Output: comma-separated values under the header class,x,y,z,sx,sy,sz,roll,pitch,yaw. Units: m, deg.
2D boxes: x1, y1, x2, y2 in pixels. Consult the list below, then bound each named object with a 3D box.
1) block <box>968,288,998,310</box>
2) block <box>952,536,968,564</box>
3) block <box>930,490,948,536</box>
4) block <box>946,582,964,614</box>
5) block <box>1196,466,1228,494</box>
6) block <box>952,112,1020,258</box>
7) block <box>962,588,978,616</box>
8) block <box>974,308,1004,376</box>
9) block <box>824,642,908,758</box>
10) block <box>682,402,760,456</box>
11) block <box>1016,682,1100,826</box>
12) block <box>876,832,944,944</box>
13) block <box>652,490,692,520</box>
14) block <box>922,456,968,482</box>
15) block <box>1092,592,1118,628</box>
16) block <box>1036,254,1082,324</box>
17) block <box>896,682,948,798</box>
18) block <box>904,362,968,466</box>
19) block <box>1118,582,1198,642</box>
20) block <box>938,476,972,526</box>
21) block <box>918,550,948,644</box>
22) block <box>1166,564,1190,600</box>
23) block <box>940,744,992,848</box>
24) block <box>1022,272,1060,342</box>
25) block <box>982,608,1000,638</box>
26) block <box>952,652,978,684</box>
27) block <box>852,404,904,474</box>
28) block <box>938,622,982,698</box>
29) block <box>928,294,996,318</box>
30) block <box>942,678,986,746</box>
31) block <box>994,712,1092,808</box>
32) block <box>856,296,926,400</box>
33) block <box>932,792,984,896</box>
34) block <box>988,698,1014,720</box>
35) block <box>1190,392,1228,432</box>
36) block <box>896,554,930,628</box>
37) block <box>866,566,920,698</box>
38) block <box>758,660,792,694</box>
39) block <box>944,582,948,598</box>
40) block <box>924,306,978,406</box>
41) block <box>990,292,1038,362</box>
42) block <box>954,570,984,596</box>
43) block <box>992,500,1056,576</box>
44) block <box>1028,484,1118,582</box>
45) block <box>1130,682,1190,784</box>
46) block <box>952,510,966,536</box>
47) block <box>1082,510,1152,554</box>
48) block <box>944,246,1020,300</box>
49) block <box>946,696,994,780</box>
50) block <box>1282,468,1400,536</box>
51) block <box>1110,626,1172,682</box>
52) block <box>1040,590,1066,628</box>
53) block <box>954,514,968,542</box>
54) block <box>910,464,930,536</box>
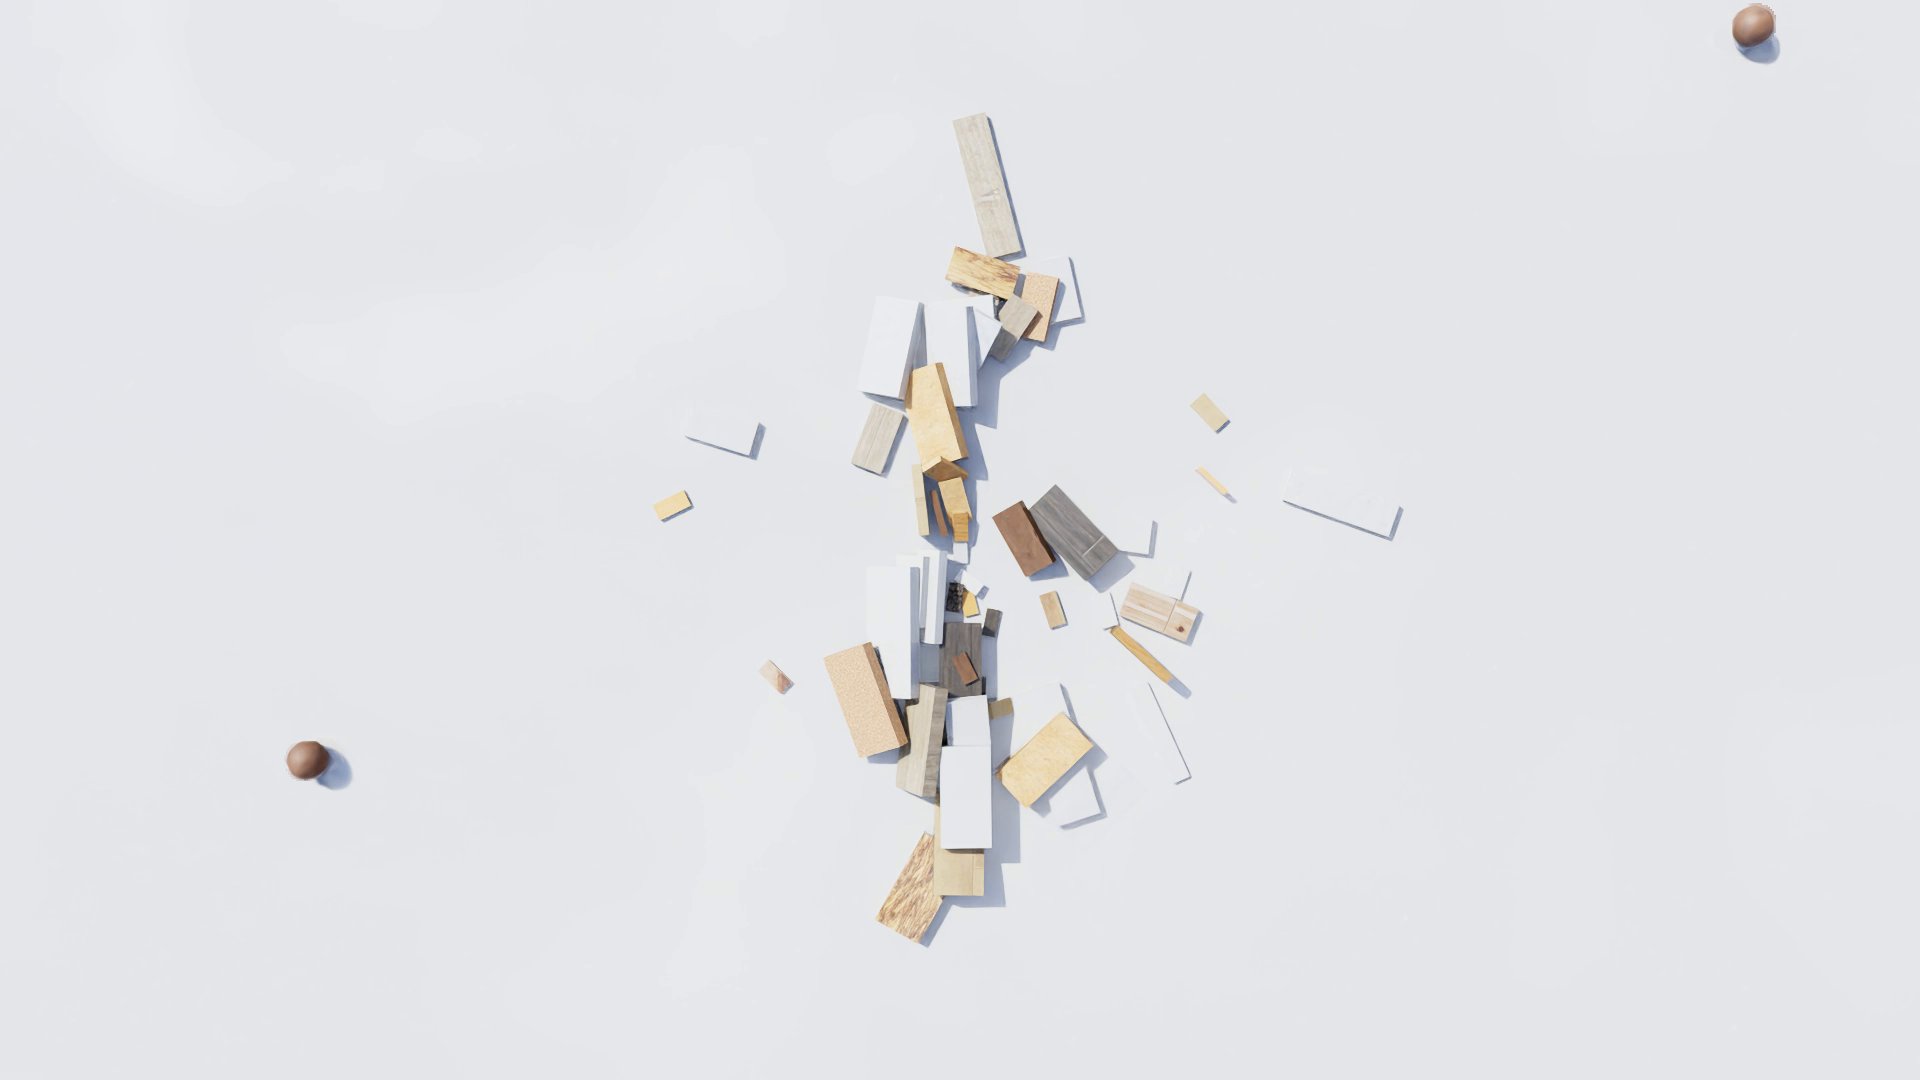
class,x,y,z,sx,sy,sz,roll,pitch,yaw
block,0.072,-0.769,5.486,0.101,0.029,0.203,10,90,0
block,0.001,0.032,5.484,0.046,0.013,0.092,-3,99,-6
block,-0.070,-0.088,5.462,0.022,0.077,0.154,-15,90,0
block,-0.017,0.191,5.477,0.048,0.014,0.096,10,103,5
block,0.834,-0.197,5.470,0.122,0.061,0.017,43,90,0
block,0.088,-1.176,5.484,0.113,0.032,0.474,-14,90,0
block,0.027,0.203,5.493,0.048,0.014,0.096,-14,90,0
block,0.052,-0.645,5.414,0.101,0.029,0.203,31,116,6
block,-0.312,0.527,5.430,0.176,0.050,0.353,-20,90,34
block,-0.794,-0.370,5.484,0.230,0.033,0.115,17,90,0
block,0.324,0.710,5.479,0.151,0.043,0.452,-18,90,0
block,-0.129,1.153,5.477,0.165,0.047,0.329,30,90,0
block,-0.959,-0.116,5.492,0.114,0.016,0.057,-26,90,0
block,-0.048,-0.225,5.421,0.077,0.154,0.022,-31,56,24
block,0.484,0.233,5.492,0.057,0.016,0.114,-16,90,0
block,0.327,-0.834,5.485,0.107,0.030,0.213,-12,90,0
block,-0.127,0.651,5.412,0.050,0.176,0.353,7,90,-32
block,-0.090,-0.408,5.435,0.161,0.046,0.321,-16,90,35
block,0.660,0.239,5.483,0.238,0.034,0.119,22,90,0
block,-0.015,-0.130,5.461,0.077,0.022,0.154,-16,112,0
block,-0.099,0.186,5.444,0.033,0.117,0.305,3,90,-38
block,0.724,0.140,5.492,0.054,0.015,0.107,19,90,0
block,0.019,0.837,5.382,0.165,0.047,0.329,-1,90,0
block,0.253,-0.773,5.462,0.107,0.030,0.213,14,96,13
block,0.104,0.275,5.493,0.046,0.013,0.092,12,90,0
block,0.016,0.421,5.415,0.048,0.014,0.096,-26,89,-1
block,-0.275,-0.337,5.485,0.107,0.030,0.213,21,90,0
block,0.001,0.413,5.441,0.140,0.040,0.280,0,89,0
block,0.008,-0.739,5.447,0.227,0.032,0.113,-4,90,20
block,0.010,0.594,5.480,0.140,0.040,0.280,3,90,0
block,0.276,0.724,5.436,0.302,0.043,0.151,-43,90,0
block,-0.229,-0.636,5.444,0.161,0.046,0.321,12,90,26
block,-0.005,1.003,5.436,0.165,0.047,0.329,2,78,-6
block,0.133,0.557,5.454,0.015,0.107,0.054,-11,90,40
block,0.830,-0.425,5.491,0.061,0.017,0.121,-43,90,0
block,-0.161,0.169,5.450,0.117,0.033,0.234,3,90,39
block,-0.221,0.302,5.430,0.176,0.050,0.429,0,90,34
block,-0.616,0.455,5.492,0.107,0.015,0.054,45,90,0
block,-0.064,0.150,5.493,0.046,0.013,0.092,-22,90,0
block,-0.028,-0.603,5.412,0.161,0.046,0.321,3,101,33
block,0.158,-0.703,5.445,0.101,0.029,0.203,33,102,-5
block,0.030,0.141,5.482,0.092,0.013,0.046,35,81,10
block,0.212,-0.004,5.457,0.115,0.033,0.230,-29,90,30
block,0.367,-0.024,5.449,0.151,0.043,0.302,-44,82,6
block,0.666,0.641,5.491,0.061,0.017,0.344,-24,90,0
block,-0.002,-0.053,5.474,0.046,0.013,0.092,-6,114,-4
block,0.513,-0.028,5.483,0.238,0.034,0.119,7,90,0
block,0.076,-0.881,5.453,0.227,0.032,0.113,18,92,0
block,0.030,0.655,5.421,0.140,0.040,0.280,-5,103,1
block,1.266,-0.126,5.484,0.367,0.033,0.115,19,90,0
block,0.596,0.375,5.441,0.238,0.119,0.034,43,90,0
block,0.308,0.230,5.492,0.057,0.016,0.114,-18,90,0
block,0.003,-0.042,5.456,0.046,0.013,0.092,-3,104,-6
block,-0.130,-0.132,5.442,0.033,0.117,0.234,-7,90,0
